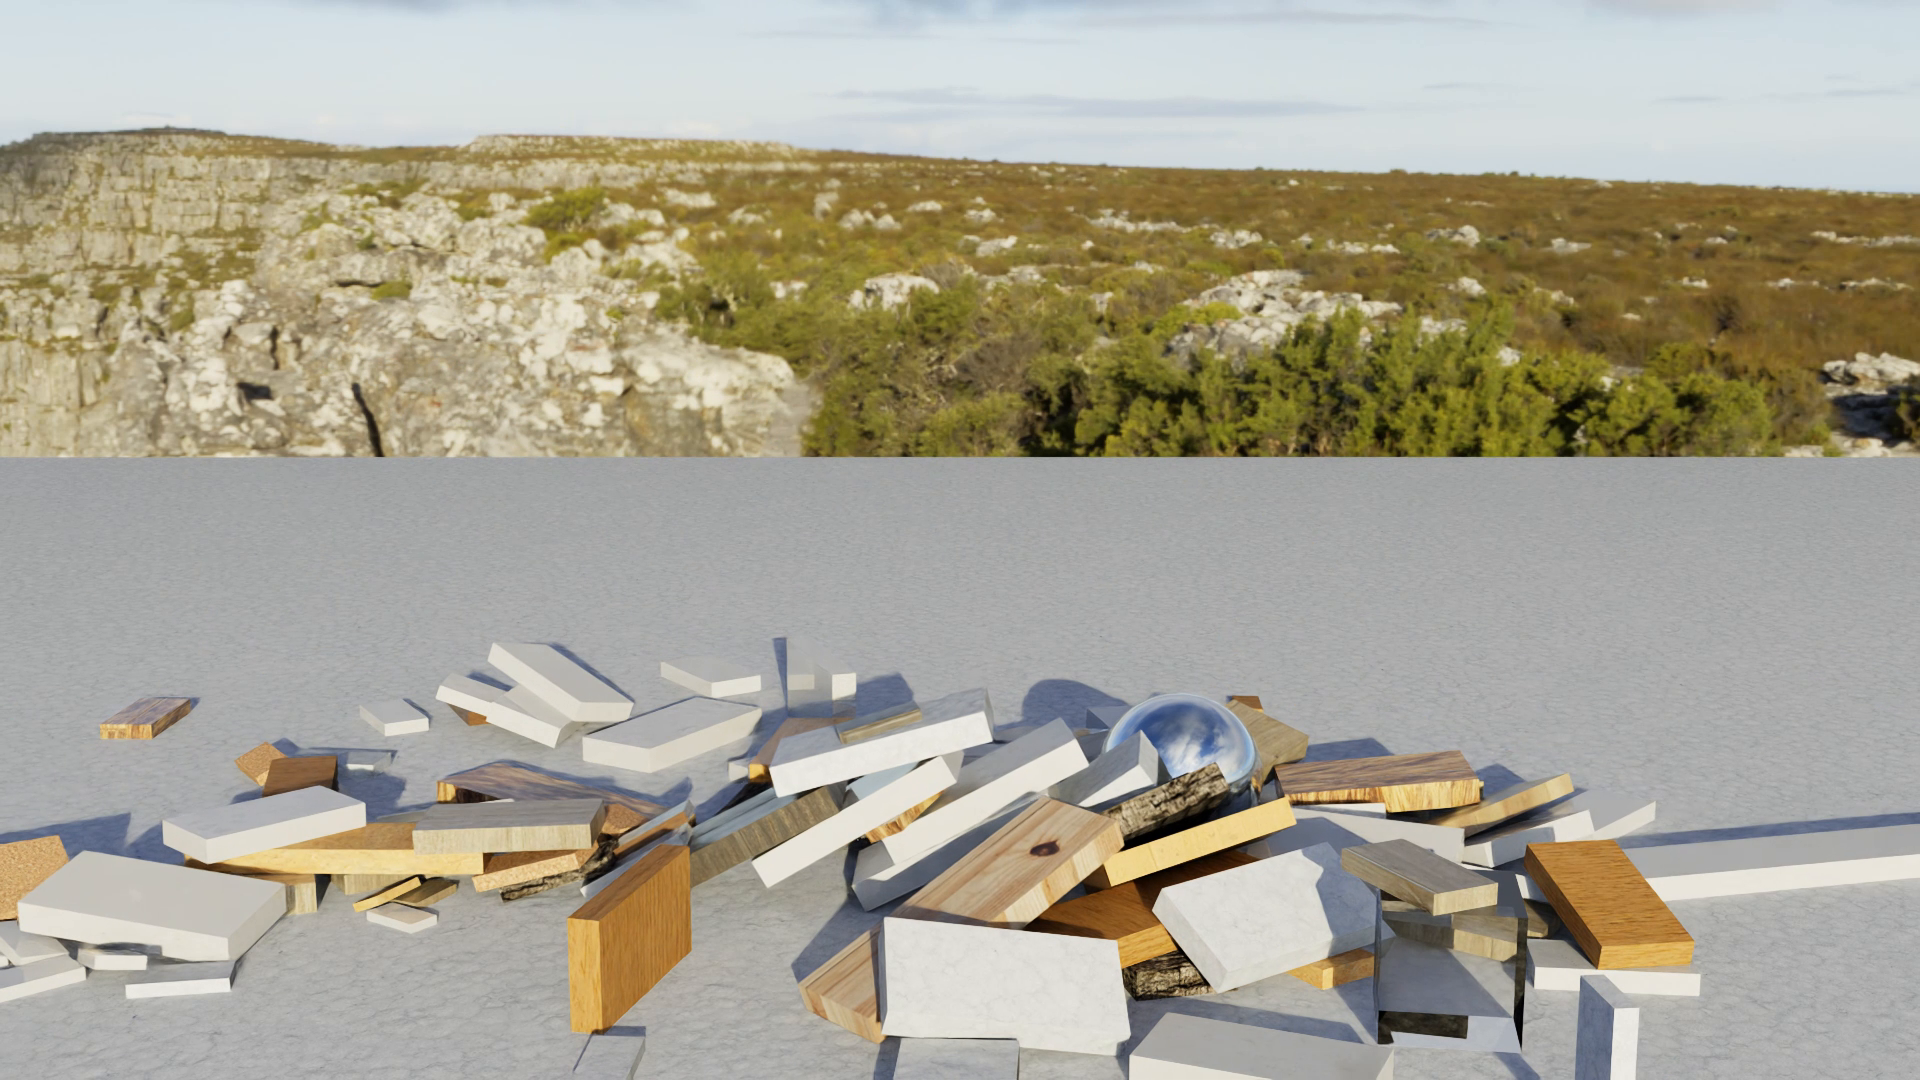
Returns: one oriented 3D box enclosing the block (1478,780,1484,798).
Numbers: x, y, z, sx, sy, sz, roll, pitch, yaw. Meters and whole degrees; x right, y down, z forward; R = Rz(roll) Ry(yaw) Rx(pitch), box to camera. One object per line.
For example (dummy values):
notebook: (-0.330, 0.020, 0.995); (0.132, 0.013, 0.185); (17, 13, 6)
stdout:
block: (0.856, 0.467, 4.153); (0.231, 0.033, 0.116); (-4, 11, -18)

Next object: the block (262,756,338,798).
block: (-1.240, 0.459, 4.138); (0.121, 0.034, 0.242); (-2, 11, -13)

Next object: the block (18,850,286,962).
block: (-1.256, 0.572, 3.427); (0.351, 0.050, 0.176); (7, 20, 10)

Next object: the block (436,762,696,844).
block: (-0.733, 0.495, 4.060); (0.532, 0.043, 0.152); (8, 13, 37)

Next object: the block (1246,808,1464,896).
block: (0.641, 0.515, 3.575); (0.328, 0.046, 0.164); (5, 29, 20)

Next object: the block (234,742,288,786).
block: (-1.375, 0.441, 4.341); (0.072, 0.020, 0.144); (-33, 26, -26)

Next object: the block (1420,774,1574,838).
block: (0.919, 0.497, 3.940); (0.508, 0.035, 0.123); (-10, -8, -46)

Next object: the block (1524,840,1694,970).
block: (0.992, 0.556, 3.379); (0.145, 0.041, 0.291); (-2, 24, -8)

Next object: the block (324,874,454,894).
block: (-0.952, 0.553, 3.774); (0.246, 0.034, 0.121); (-7, 12, -32)

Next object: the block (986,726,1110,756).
block: (0.158, 0.407, 4.378); (0.147, 0.042, 0.293); (-9, 2, -33)

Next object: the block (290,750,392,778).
block: (-1.240, 0.445, 4.378); (0.186, 0.026, 0.093); (1, 11, 7)

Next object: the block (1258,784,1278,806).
block: (0.522, 0.488, 4.127); (0.324, 0.033, 0.116); (3, 11, 14)

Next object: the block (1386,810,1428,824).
block: (0.803, 0.507, 4.070); (0.115, 0.016, 0.058); (5, 12, 26)

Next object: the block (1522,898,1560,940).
block: (0.778, 0.587, 3.525); (0.340, 0.034, 0.118); (9, 16, 28)

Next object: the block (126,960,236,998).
block: (-1.157, 0.653, 3.271); (0.146, 0.021, 0.073); (-2, 11, -10)

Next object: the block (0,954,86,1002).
block: (-1.386, 0.654, 3.271); (0.143, 0.020, 0.072); (-10, 15, -43)

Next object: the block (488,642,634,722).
block: (-0.857, 0.304, 4.709); (0.304, 0.043, 0.152); (28, 13, 36)

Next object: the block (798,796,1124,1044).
block: (0.008, 0.552, 3.252); (0.517, 0.046, 0.164); (-33, 29, -33)

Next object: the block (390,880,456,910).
block: (-0.887, 0.588, 3.638); (0.053, 0.015, 0.105); (5, 12, 24)

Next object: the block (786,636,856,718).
block: (-0.293, 0.326, 4.616); (0.049, 0.173, 0.346); (-4, 11, -19)

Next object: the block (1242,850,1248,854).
block: (0.596, 0.528, 3.779); (0.247, 0.035, 0.123); (-7, -11, -33)

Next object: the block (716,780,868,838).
block: (-0.248, 0.485, 3.969); (0.344, 0.048, 0.169); (-3, 14, 16)

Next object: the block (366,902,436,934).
block: (-0.898, 0.607, 3.536); (0.105, 0.015, 0.053); (7, 13, 34)

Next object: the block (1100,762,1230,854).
block: (0.224, 0.484, 3.525); (0.416, 0.049, 0.173); (-22, -20, -16)

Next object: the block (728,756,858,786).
block: (-0.324, 0.462, 4.260); (0.125, 0.035, 0.249); (-9, 14, -40)

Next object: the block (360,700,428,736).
block: (-1.217, 0.381, 4.723); (0.093, 0.026, 0.186); (-6, 12, -30)

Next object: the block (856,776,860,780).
block: (-0.068, 0.491, 4.087); (0.147, 0.042, 0.518); (-4, 11, -20)

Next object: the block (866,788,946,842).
block: (-0.087, 0.442, 3.595); (0.073, 0.021, 0.146); (-26, 7, 38)

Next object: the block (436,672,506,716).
block: (-0.989, 0.348, 4.679); (0.229, 0.031, 0.108); (20, 11, -3)

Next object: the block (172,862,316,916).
block: (-1.242, 0.577, 3.604); (0.351, 0.050, 0.175); (-4, 11, -19)

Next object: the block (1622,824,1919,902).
block: (1.477, 0.548, 3.781); (0.809, 0.041, 0.145); (-3, 11, -14)

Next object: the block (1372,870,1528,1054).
block: (0.693, 0.591, 3.125); (0.196, 0.196, 0.196); (2, 11, 8)

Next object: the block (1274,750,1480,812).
block: (0.760, 0.448, 4.029); (0.346, 0.049, 0.173); (-5, 12, 3)

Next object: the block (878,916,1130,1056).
block: (0.058, 0.618, 3.046); (0.337, 0.048, 0.168); (8, 37, -10)

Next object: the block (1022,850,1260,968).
block: (0.276, 0.577, 3.349); (0.545, 0.048, 0.168); (-10, 14, -35)

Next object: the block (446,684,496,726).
block: (-1.049, 0.361, 4.820); (0.108, 0.031, 0.217); (-5, 12, -25)

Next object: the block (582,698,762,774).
block: (-0.591, 0.401, 4.552); (0.173, 0.049, 0.371); (6, 12, 31)

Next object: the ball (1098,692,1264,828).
ball: (0.384, 0.411, 3.842); (0.289, 0.289, 0.289); (0, 11, 0)

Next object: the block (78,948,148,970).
block: (-1.268, 0.626, 3.286); (0.072, 0.020, 0.144); (7, -9, -31)

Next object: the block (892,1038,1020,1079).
block: (-0.009, 0.725, 2.817); (0.159, 0.045, 0.319); (1, 11, 4)

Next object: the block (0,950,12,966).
block: (-1.482, 0.632, 3.400); (0.054, 0.015, 0.109); (-1, 11, -5)

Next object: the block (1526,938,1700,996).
block: (0.977, 0.641, 3.303); (0.237, 0.034, 0.118); (1, 11, 7)
